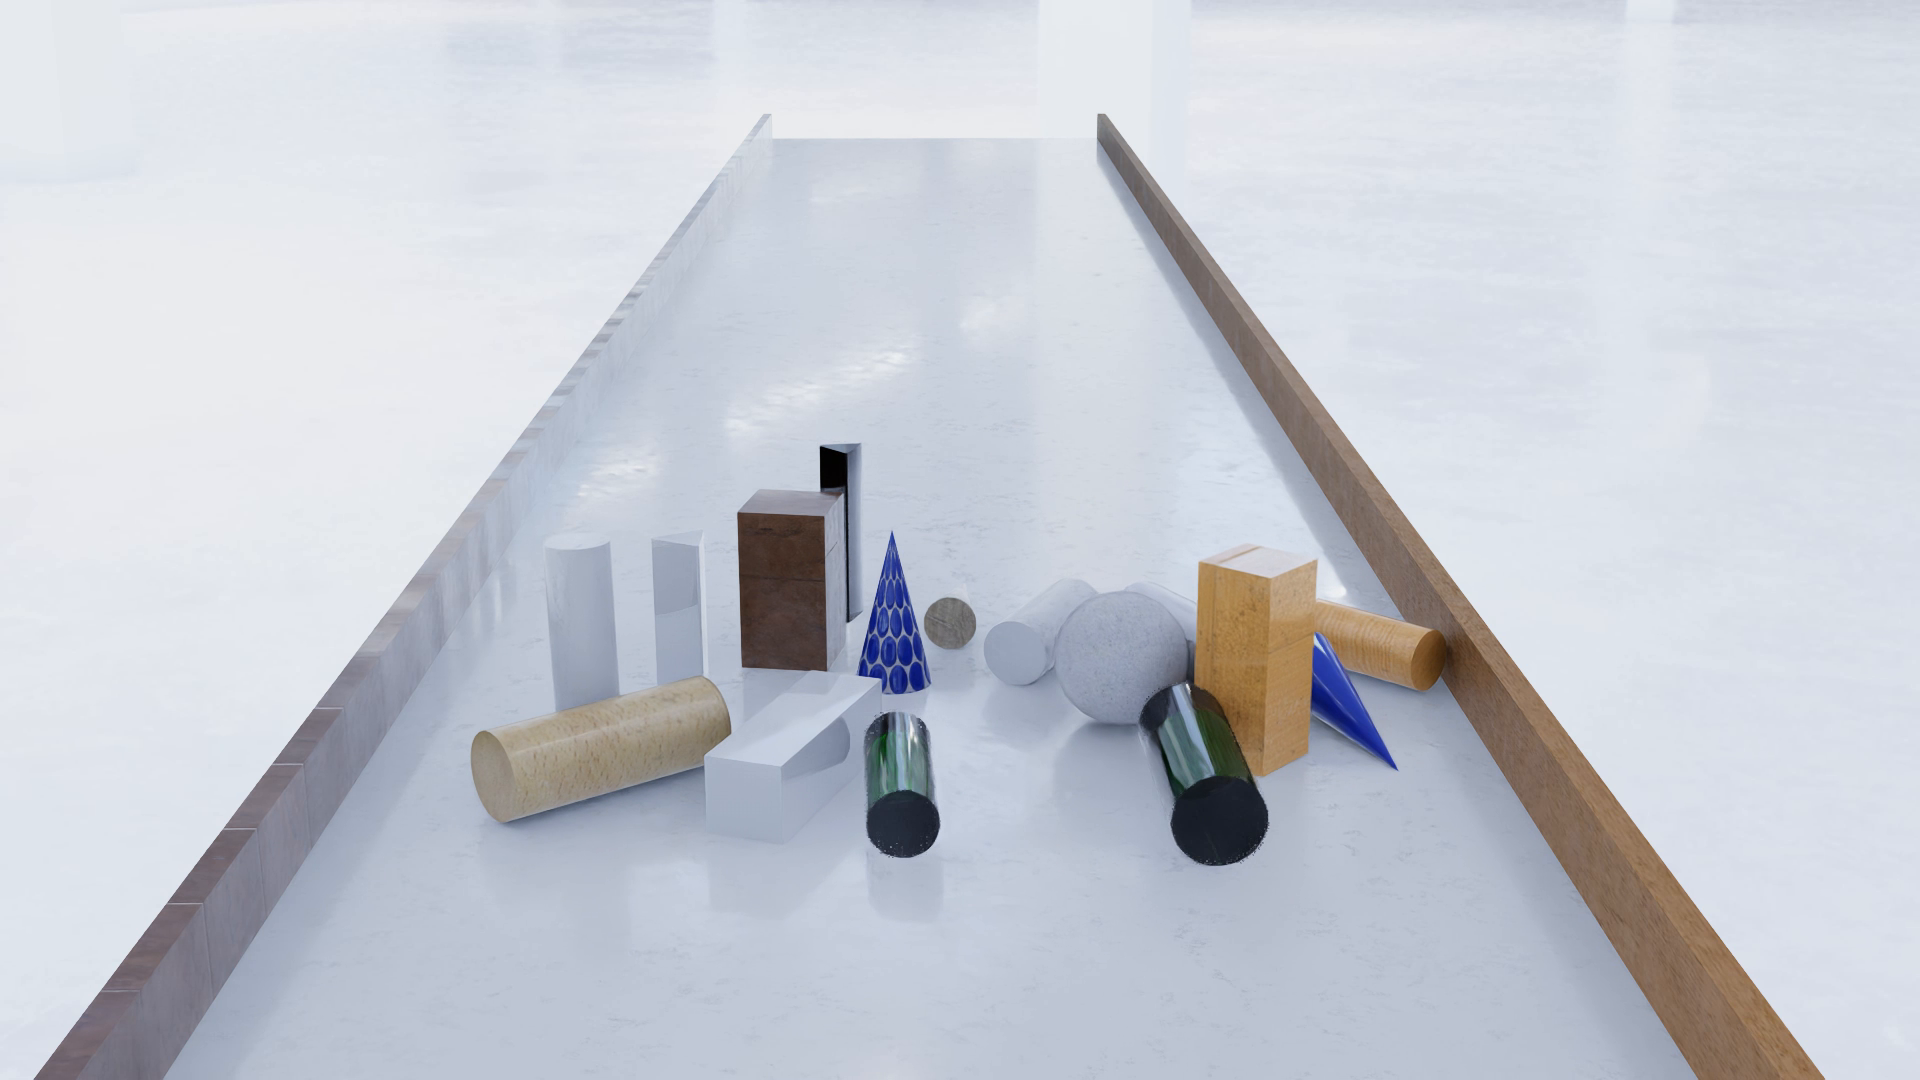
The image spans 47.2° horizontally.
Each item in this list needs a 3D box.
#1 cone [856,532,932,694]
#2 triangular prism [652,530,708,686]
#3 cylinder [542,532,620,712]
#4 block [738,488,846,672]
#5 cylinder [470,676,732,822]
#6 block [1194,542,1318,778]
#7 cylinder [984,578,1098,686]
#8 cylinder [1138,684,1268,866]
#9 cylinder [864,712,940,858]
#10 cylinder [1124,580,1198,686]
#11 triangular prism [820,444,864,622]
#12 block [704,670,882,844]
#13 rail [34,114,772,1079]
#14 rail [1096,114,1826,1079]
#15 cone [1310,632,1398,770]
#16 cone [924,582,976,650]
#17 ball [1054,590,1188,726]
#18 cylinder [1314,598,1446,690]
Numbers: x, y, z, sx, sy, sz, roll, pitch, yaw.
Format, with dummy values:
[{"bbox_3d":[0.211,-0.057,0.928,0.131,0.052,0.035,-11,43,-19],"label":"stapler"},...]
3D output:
[{"bbox_3d":[-0.130,0.127,4.256,0.152,0.310,0.152,0,17,0],"label":"cone"},{"bbox_3d":[-0.509,0.147,4.167,0.105,0.322,0.091,9,19,27],"label":"triangular prism"},{"bbox_3d":[-0.661,0.195,3.866,0.117,0.398,0.117,-1,15,0],"label":"cylinder"},{"bbox_3d":[-0.334,0.079,4.398,0.174,0.321,0.174,3,17,9],"label":"block"},{"bbox_3d":[-0.610,0.354,3.766,0.421,0.156,0.156,-13,21,-38],"label":"cylinder"},{"bbox_3d":[0.519,0.210,3.882,0.149,0.365,0.149,14,22,39],"label":"block"},{"bbox_3d":[0.170,0.180,4.389,0.132,0.132,0.308,7,18,23],"label":"cylinder"},{"bbox_3d":[0.399,0.385,3.662,0.155,0.155,0.410,-1,17,-3],"label":"cylinder"},{"bbox_3d":[-0.100,0.403,3.666,0.117,0.117,0.348,-1,17,-3],"label":"cylinder"},{"bbox_3d":[0.454,0.214,4.207,0.169,0.169,0.410,-9,19,-27],"label":"cylinder"},{"bbox_3d":[-0.236,-0.019,4.640,0.076,0.370,0.088,-14,22,-40],"label":"triangular prism"},{"bbox_3d":[-0.278,0.364,3.763,0.136,0.136,0.433,6,18,19],"label":"block"},{"bbox_3d":[-1.118,-0.838,7.780,0.050,0.150,12.000,0,17,-1],"label":"rail"},{"bbox_3d":[0.932,-0.844,7.801,0.050,0.150,12.000,0,17,-1],"label":"rail"},{"bbox_3d":[0.710,0.321,4.029,0.139,0.139,0.400,-5,27,-17],"label":"cone"},{"bbox_3d":[-0.004,0.132,4.689,0.108,0.108,0.450,1,10,4],"label":"cone"},{"bbox_3d":[0.297,0.217,4.061,0.248,0.248,0.248,0,17,0],"label":"ball"},{"bbox_3d":[0.742,0.186,4.389,0.121,0.121,0.456,-16,23,-42],"label":"cylinder"}]
